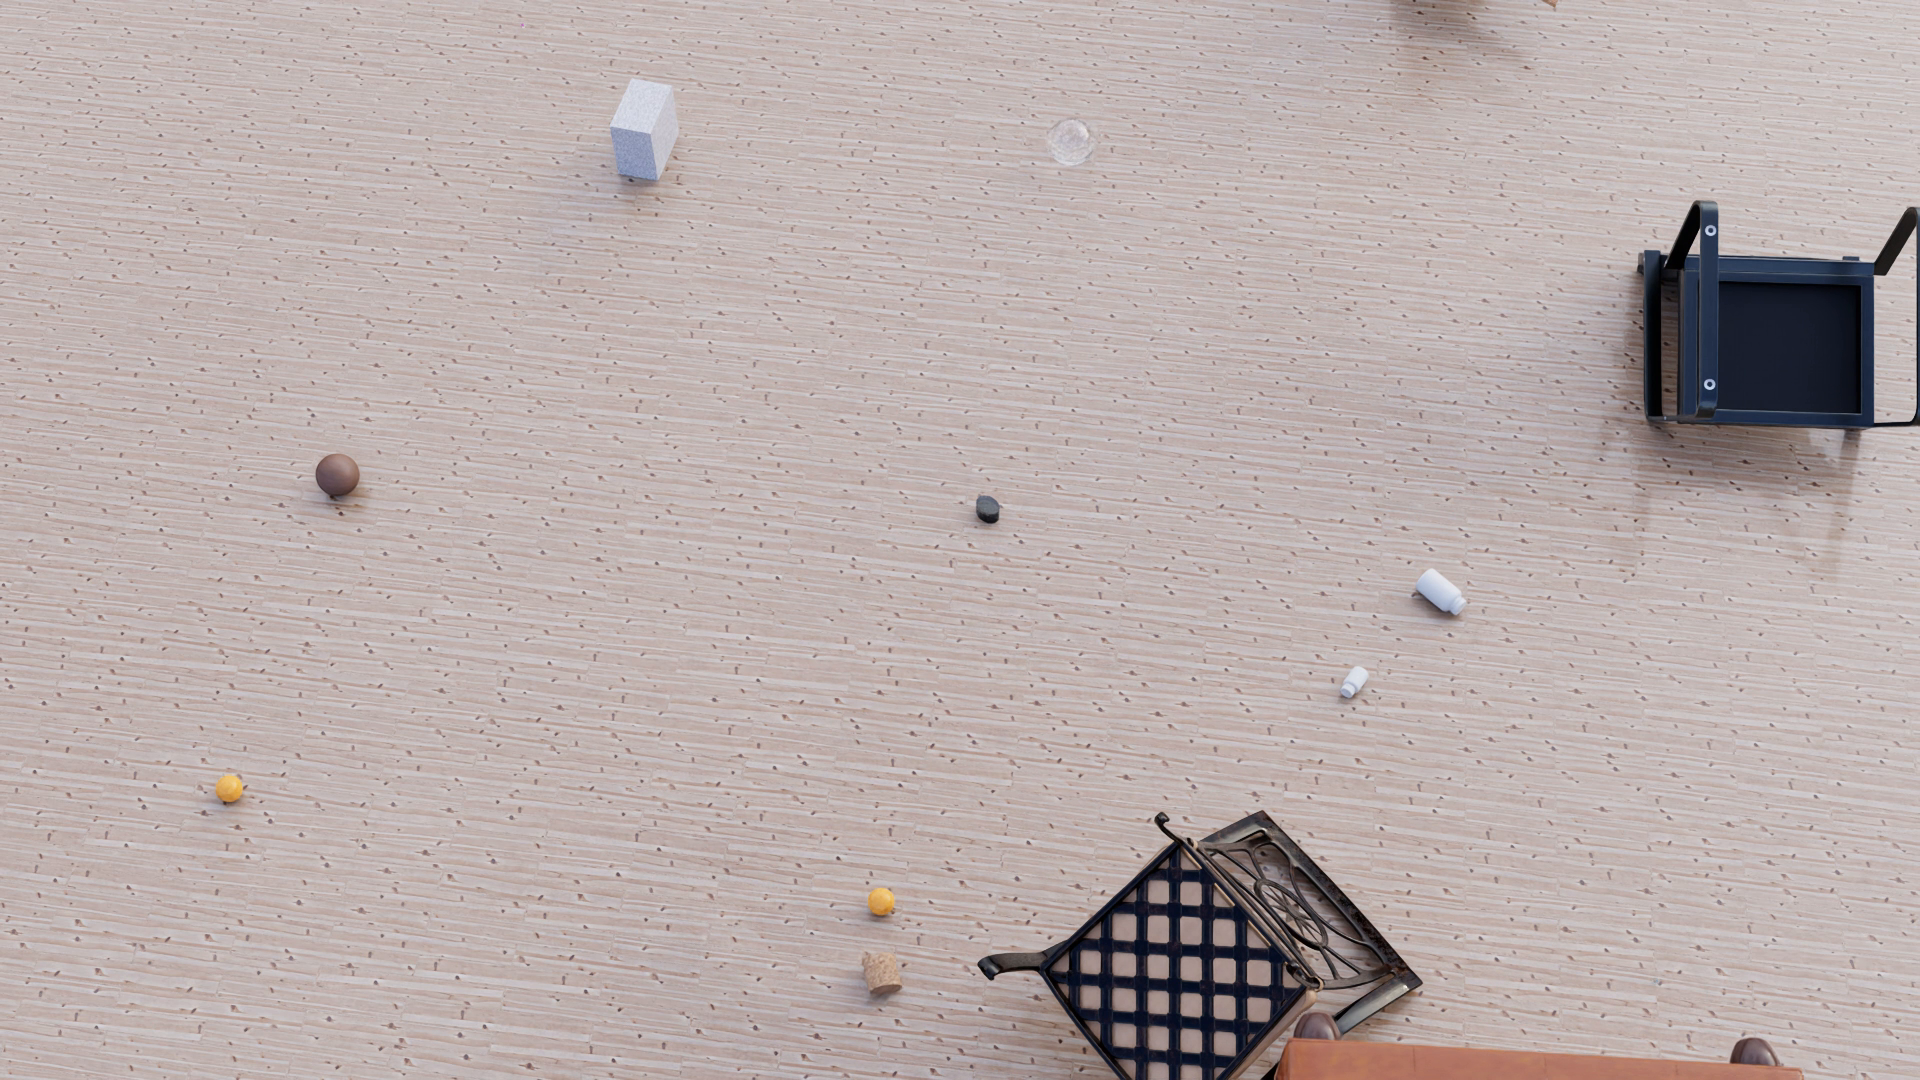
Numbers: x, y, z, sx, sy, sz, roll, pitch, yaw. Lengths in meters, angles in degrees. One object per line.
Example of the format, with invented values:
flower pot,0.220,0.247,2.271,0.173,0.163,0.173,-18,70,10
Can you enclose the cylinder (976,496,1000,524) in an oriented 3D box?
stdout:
cylinder,0.084,-0.092,6.607,0.079,0.048,0.059,38,64,22

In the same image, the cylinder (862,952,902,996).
cylinder,-0.206,1.138,5.771,0.087,0.061,0.092,-3,57,-24

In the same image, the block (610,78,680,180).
block,-1.054,-1.373,7.361,0.141,0.223,0.226,12,57,8

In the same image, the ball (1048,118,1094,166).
ball,0.373,-1.336,7.375,0.158,0.158,0.158,0,56,0
